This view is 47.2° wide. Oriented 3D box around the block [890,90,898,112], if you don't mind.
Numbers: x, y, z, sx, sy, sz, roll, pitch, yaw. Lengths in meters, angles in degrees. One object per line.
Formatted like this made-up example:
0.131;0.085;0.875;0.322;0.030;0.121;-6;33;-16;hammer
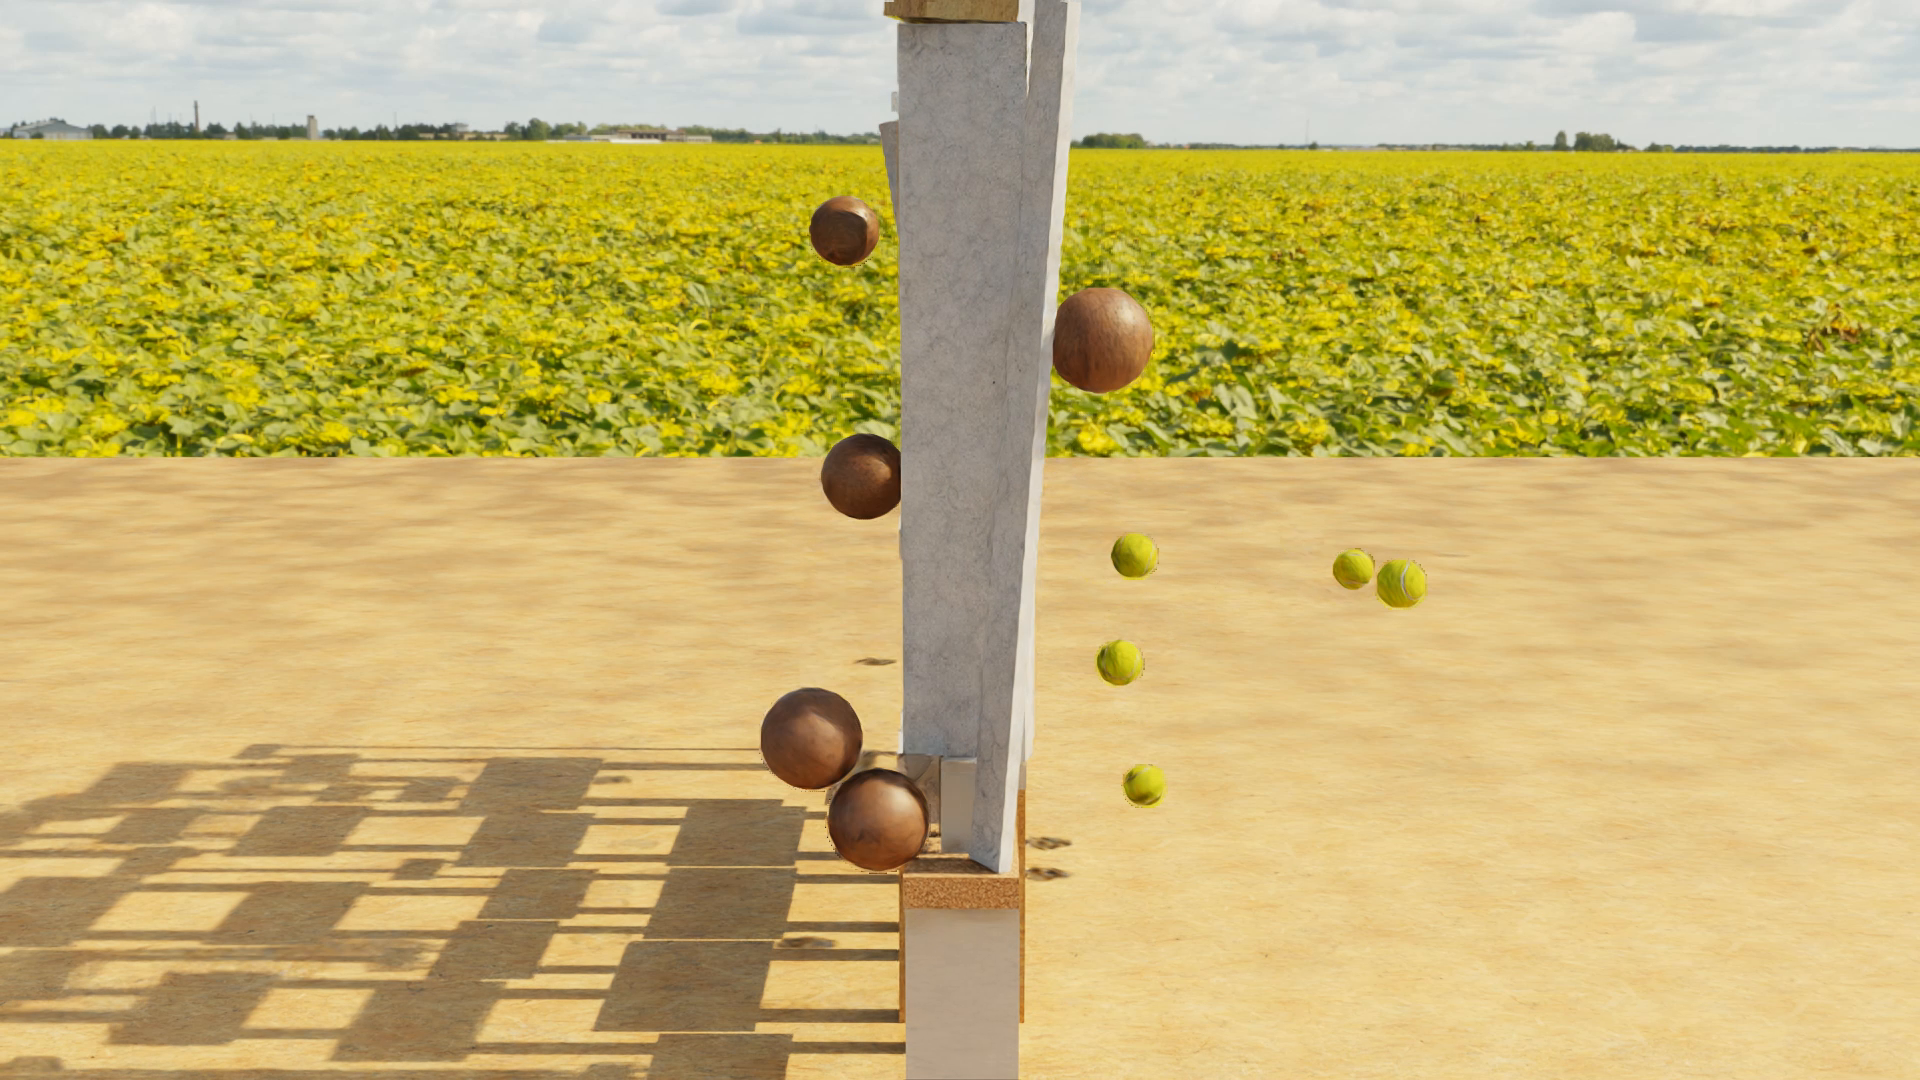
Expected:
-0.026;-0.610;3.062;0.103;0.029;0.207;-4;13;-12;block

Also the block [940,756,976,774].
0.007;0.282;2.867;0.054;0.015;0.109;1;11;5;block

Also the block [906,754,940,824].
-0.001;0.197;2.951;0.147;0.368;0.042;-1;10;1;block

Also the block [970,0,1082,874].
0.082;-0.188;2.680;0.019;1.226;0.067;-3;13;-34;block

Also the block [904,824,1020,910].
0.003;0.416;2.899;0.145;0.041;0.291;0;11;1;block

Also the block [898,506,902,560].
-0.007;-0.024;3.011;0.147;0.042;0.293;-1;11;0;block

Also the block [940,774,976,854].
0.003;0.351;2.840;0.054;0.109;0.015;1;9;3;block

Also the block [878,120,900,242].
-0.027;-0.390;3.197;0.103;0.447;0.029;-6;13;18;block

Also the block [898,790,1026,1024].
0.003;0.509;3.128;0.178;0.356;0.050;0;11;0;block

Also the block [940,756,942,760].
0.001;0.337;2.911;0.054;0.109;0.015;2;7;8;block

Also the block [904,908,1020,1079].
0.003;0.597;2.833;0.145;0.291;0.041;0;10;0;block

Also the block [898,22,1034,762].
0.010;-0.176;2.766;0.162;0.922;0.046;3;11;15;block

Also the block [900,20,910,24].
-0.041;-0.723;3.102;0.087;0.174;0.025;-3;10;-9;block

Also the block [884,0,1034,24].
0.010;-0.679;2.797;0.162;0.046;0.325;4;11;7;block

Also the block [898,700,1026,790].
0.003;0.287;3.208;0.178;0.050;0.356;0;11;0;block
